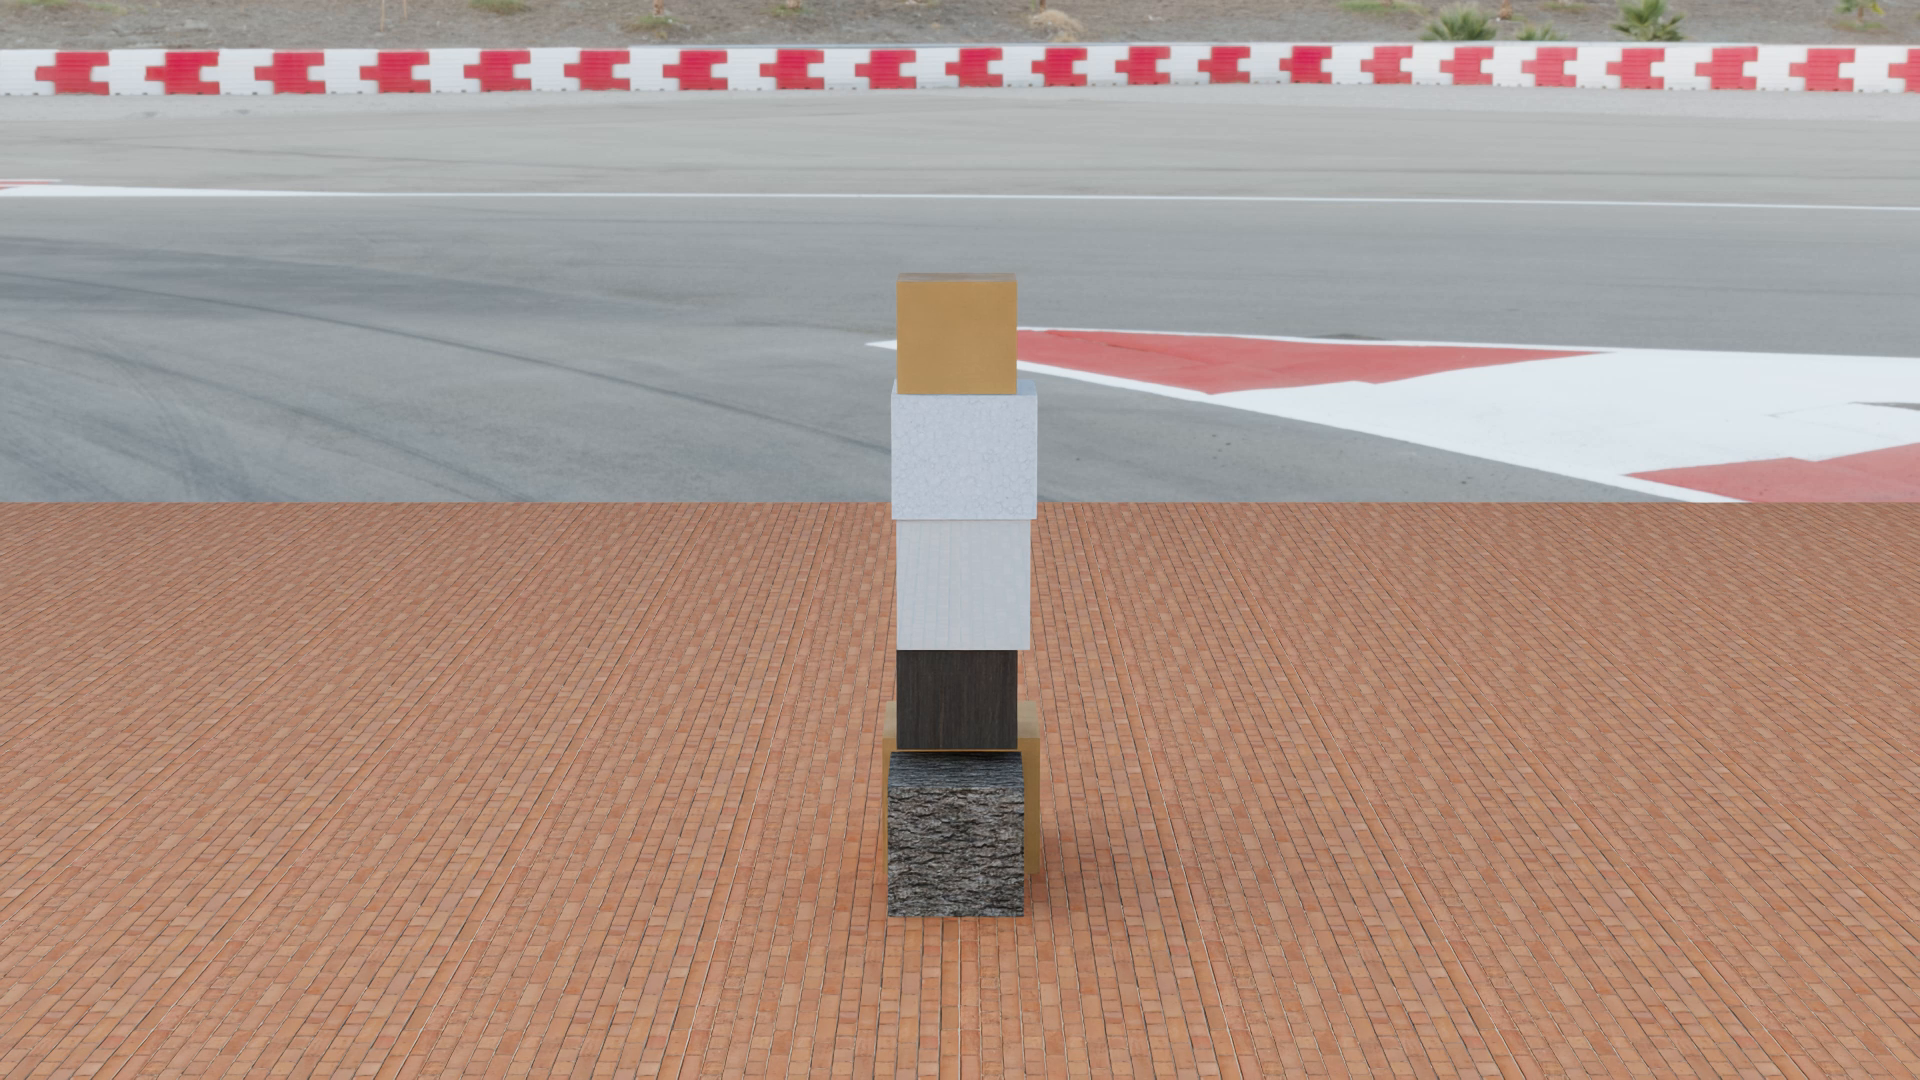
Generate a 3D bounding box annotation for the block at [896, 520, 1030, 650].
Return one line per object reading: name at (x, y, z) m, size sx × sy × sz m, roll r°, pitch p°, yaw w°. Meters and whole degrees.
block at (0.015, 0.141, 11.206) m, size 0.570 × 0.573 × 0.540 m, roll 0°, pitch 10°, yaw 0°

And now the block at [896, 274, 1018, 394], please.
block at (-0.013, -0.891, 11.018) m, size 0.505 × 0.473 × 0.466 m, roll 0°, pitch 10°, yaw 0°

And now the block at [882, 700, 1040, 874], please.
block at (0.006, 1.117, 11.685) m, size 0.696 × 0.622 × 0.683 m, roll 0°, pitch 10°, yaw 0°

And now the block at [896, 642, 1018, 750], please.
block at (-0.013, 0.644, 11.297) m, size 0.522 × 0.448 × 0.481 m, roll 0°, pitch 10°, yaw 0°

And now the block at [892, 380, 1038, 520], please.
block at (0.018, -0.399, 11.108) m, size 0.614 × 0.526 × 0.584 m, roll 0°, pitch 10°, yaw 0°

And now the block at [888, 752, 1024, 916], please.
block at (-0.018, 1.261, 11.057) m, size 0.573 × 0.564 × 0.583 m, roll 0°, pitch 10°, yaw 0°
